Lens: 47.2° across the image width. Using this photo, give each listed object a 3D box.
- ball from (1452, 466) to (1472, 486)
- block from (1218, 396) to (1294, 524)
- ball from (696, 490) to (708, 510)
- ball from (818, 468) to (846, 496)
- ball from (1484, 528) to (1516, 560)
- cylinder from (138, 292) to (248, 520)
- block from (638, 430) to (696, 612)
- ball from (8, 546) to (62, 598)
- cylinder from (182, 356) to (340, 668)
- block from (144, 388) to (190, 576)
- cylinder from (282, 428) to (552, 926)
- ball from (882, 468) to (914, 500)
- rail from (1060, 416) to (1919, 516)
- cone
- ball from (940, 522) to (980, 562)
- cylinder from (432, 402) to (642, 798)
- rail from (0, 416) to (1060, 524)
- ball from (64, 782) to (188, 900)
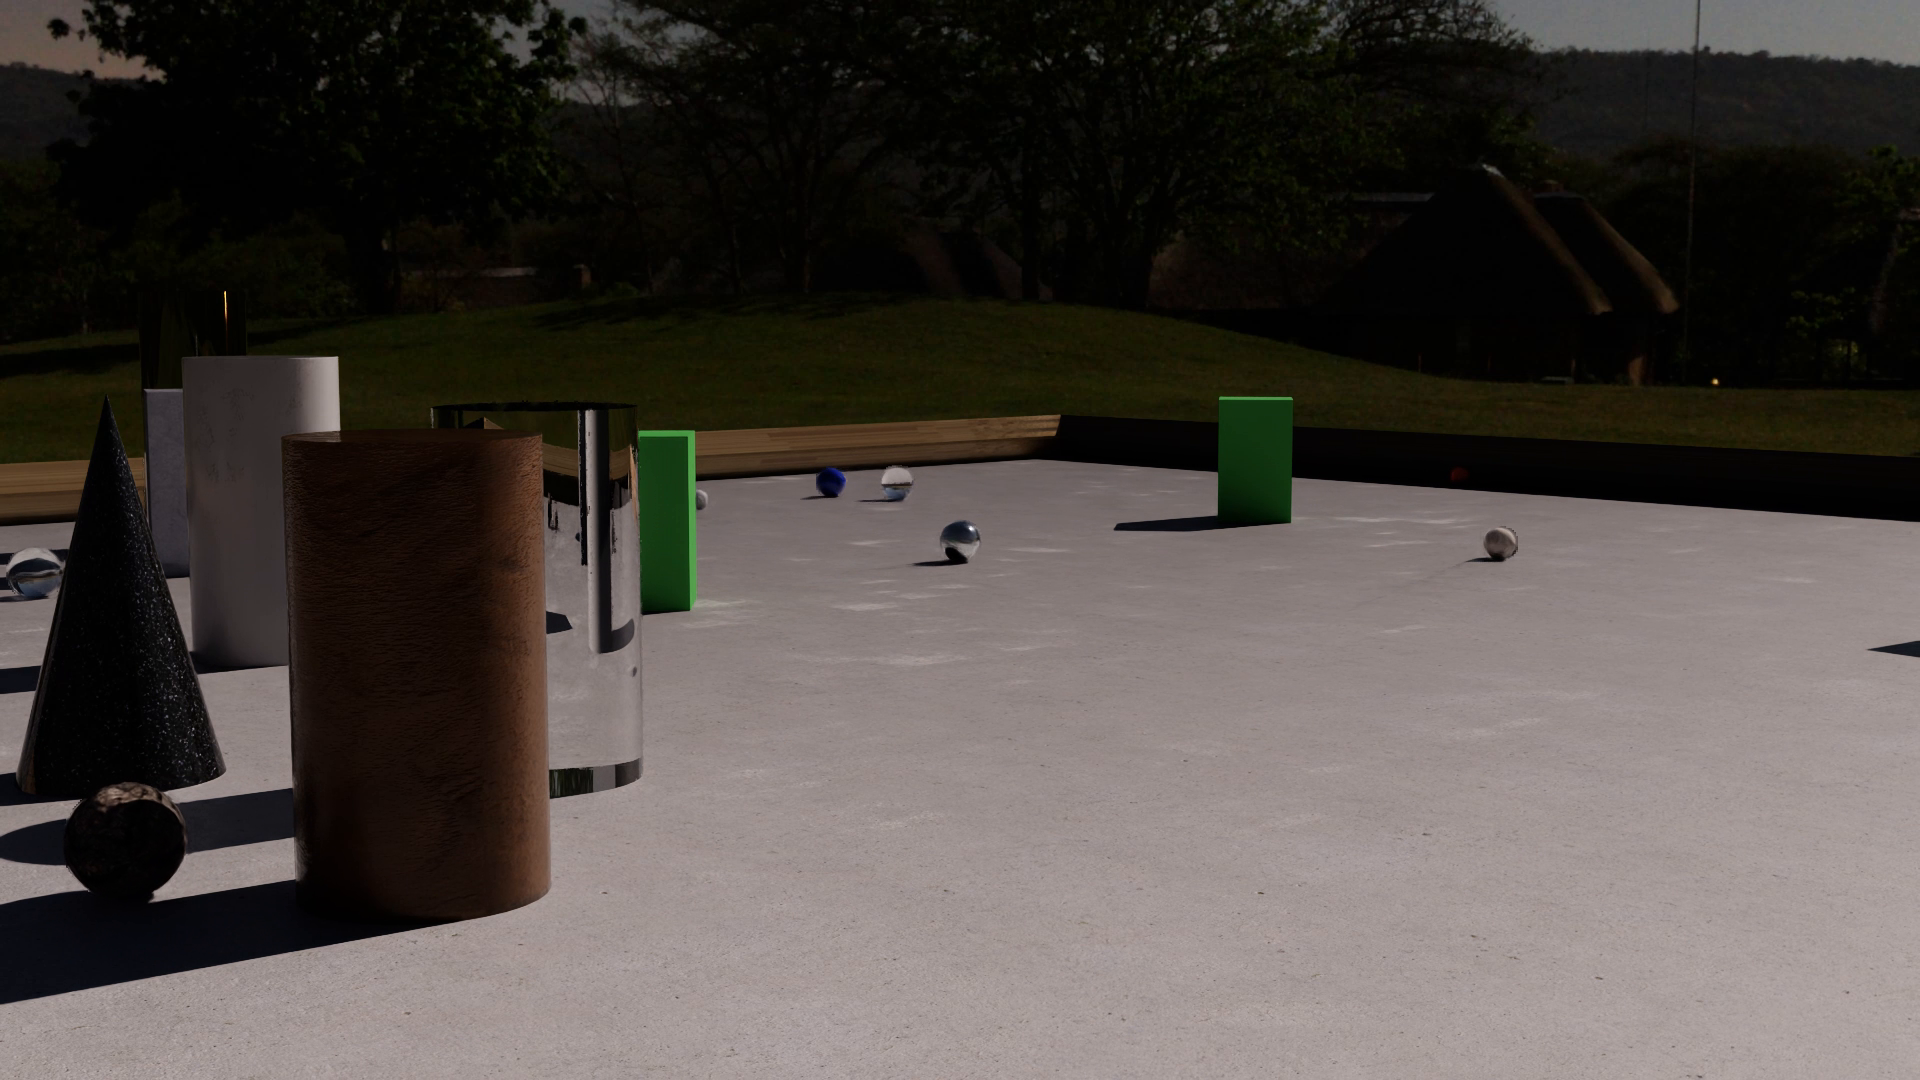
[{"bbox_3d":[1.256,-0.159,5.511,0.049,0.049,0.049,0,6,0],"label":"ball"},{"bbox_3d":[0.622,-0.171,4.640,0.152,0.255,0.152,1,6,7],"label":"block"},{"bbox_3d":[-0.579,-0.089,4.864,0.045,0.045,0.045,0,6,0],"label":"ball"},{"bbox_3d":[-0.304,-0.136,5.204,0.067,0.067,0.067,0,6,0],"label":"ball"},{"bbox_3d":[0.960,0.006,3.912,0.055,0.055,0.055,0,6,0],"label":"ball"},{"bbox_3d":[-1.424,-0.225,4.103,0.190,0.474,0.190,0,6,0],"label":"cylinder"},{"bbox_3d":[-0.478,-0.031,3.303,0.152,0.258,0.152,0,6,-3],"label":"block"},{"bbox_3d":[-1.426,0.050,3.390,0.079,0.079,0.079,0,6,0],"label":"ball"},{"bbox_3d":[-0.887,-0.042,2.811,0.190,0.383,0.190,0,6,0],"label":"cylinder"},{"bbox_3d":[-1.297,-0.101,3.735,0.152,0.306,0.152,-2,7,-22],"label":"block"},{"bbox_3d":[-0.410,0.095,1.667,0.190,0.350,0.190,0,6,0],"label":"cylinder"},{"bbox_3d":[-0.145,-0.132,5.119,0.076,0.076,0.076,0,6,0],"label":"ball"},{"bbox_3d":[1.791,-0.141,4.976,0.045,0.123,4.443,-6,8,-42],"label":"rail"},{"bbox_3d":[-0.801,0.043,2.082,0.190,0.366,0.190,0,6,0],"label":"cone"},{"bbox_3d":[0.000,0.003,3.871,0.071,0.071,0.071,0,6,0],"label":"ball"},{"bbox_3d":[-0.398,0.050,2.081,0.190,0.352,0.190,0,6,0],"label":"cylinder"},{"bbox_3d":[-1.491,-0.137,4.939,4.923,0.123,0.045,-6,8,-42],"label":"rail"},{"bbox_3d":[-0.631,0.227,1.663,0.088,0.088,0.088,0,6,0],"label":"ball"}]
